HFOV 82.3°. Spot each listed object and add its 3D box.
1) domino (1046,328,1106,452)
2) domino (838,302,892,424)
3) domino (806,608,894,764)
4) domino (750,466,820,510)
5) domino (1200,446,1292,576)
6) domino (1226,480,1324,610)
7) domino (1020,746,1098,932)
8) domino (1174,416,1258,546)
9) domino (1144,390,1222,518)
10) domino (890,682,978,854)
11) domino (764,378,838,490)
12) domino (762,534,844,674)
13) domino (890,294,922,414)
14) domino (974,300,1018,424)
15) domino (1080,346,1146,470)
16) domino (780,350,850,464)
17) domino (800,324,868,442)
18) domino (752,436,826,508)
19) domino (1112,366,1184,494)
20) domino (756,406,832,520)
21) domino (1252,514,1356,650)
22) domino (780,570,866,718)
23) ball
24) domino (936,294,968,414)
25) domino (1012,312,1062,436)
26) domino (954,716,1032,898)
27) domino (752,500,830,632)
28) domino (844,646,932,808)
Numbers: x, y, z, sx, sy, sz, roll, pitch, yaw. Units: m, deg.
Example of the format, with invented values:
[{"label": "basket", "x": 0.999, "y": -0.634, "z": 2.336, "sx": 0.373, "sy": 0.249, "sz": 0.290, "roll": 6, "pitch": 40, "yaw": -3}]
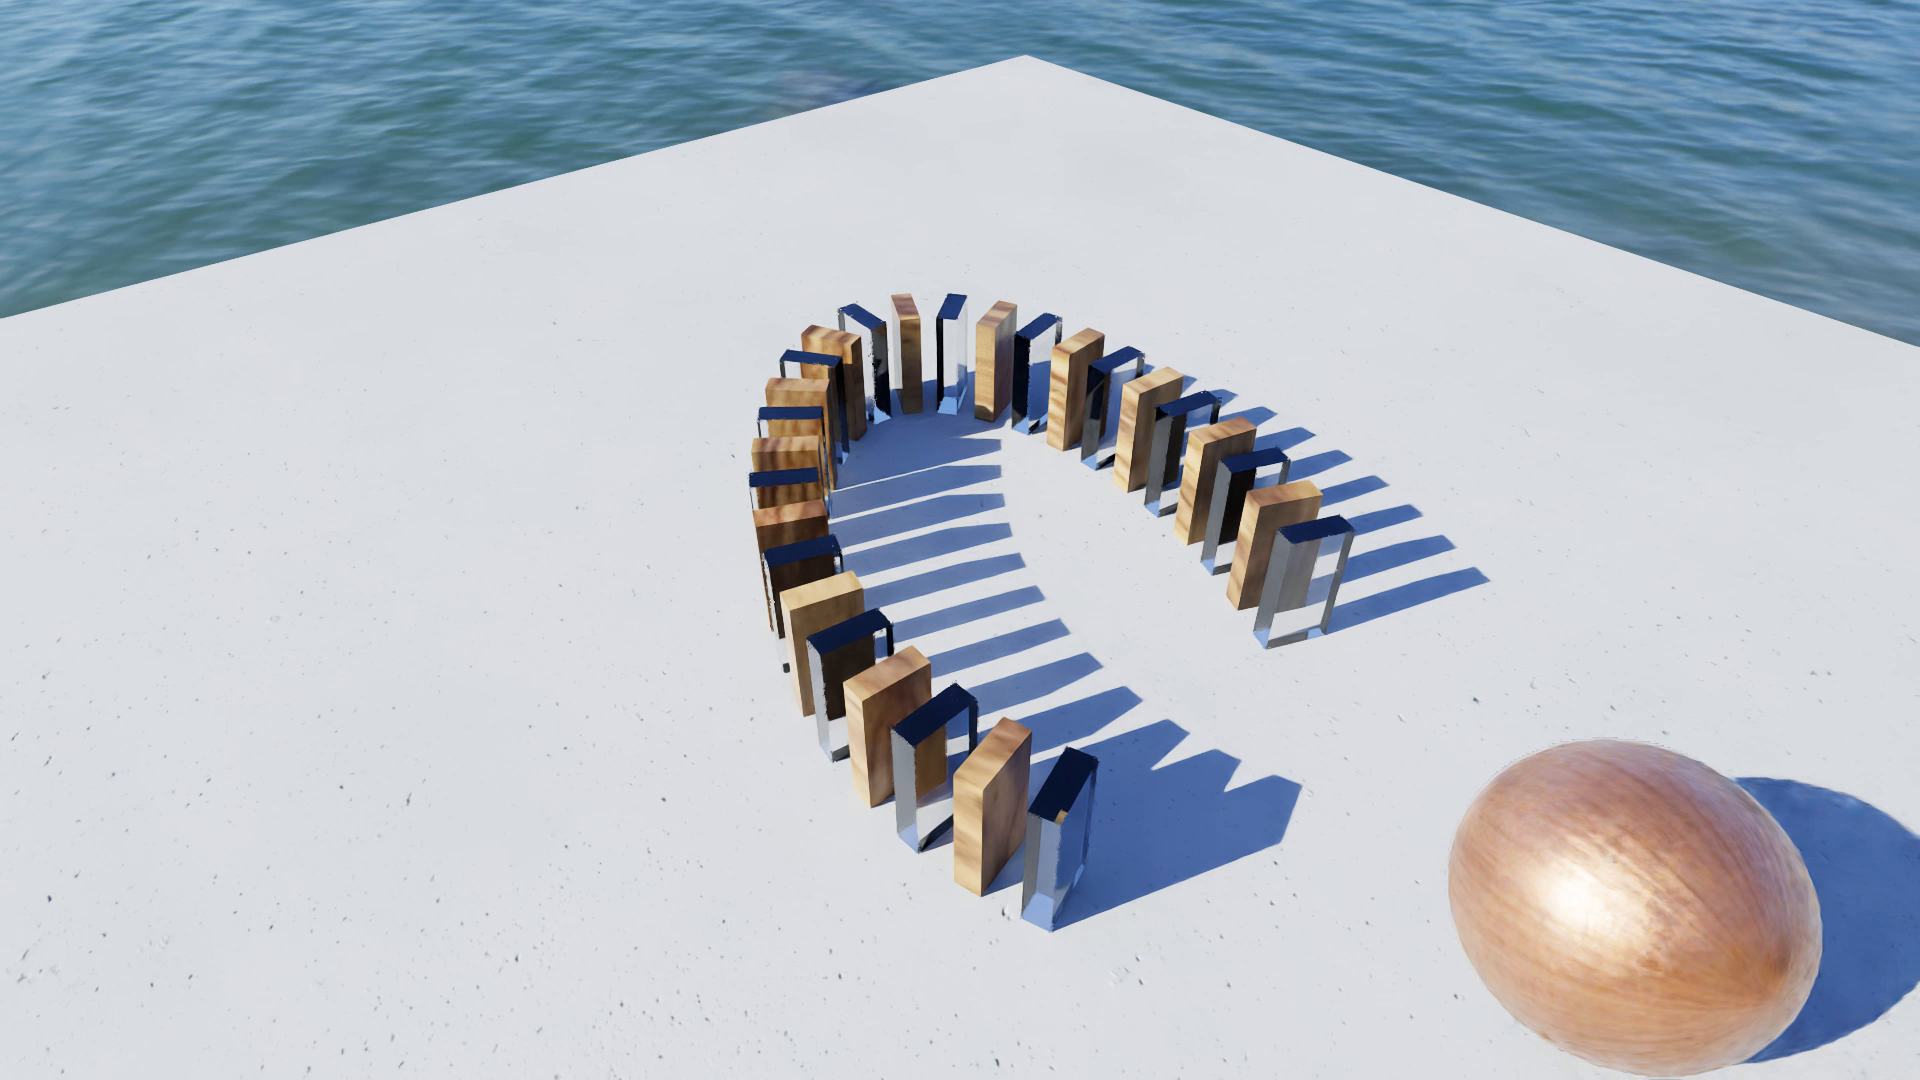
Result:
[{"label": "domino", "x": 0.052, "y": -0.067, "z": 0.494, "sx": 0.009, "sy": 0.050, "sz": 0.025, "roll": 31, "pitch": 48, "yaw": 32}, {"label": "domino", "x": -0.044, "y": -0.082, "z": 0.511, "sx": 0.009, "sy": 0.050, "sz": 0.025, "roll": -27, "pitch": 47, "yaw": -29}, {"label": "domino", "x": -0.034, "y": 0.047, "z": 0.354, "sx": 0.025, "sy": 0.050, "sz": 0.009, "roll": -22, "pitch": 44, "yaw": -25}, {"label": "domino", "x": -0.064, "y": -0.003, "z": 0.416, "sx": 0.025, "sy": 0.050, "sz": 0.010, "roll": -5, "pitch": 40, "yaw": -7}, {"label": "domino", "x": 0.110, "y": -0.010, "z": 0.424, "sx": 0.025, "sy": 0.050, "sz": 0.010, "roll": -12, "pitch": 41, "yaw": -15}, {"label": "domino", "x": 0.116, "y": 0.003, "z": 0.408, "sx": 0.025, "sy": 0.050, "sz": 0.010, "roll": -11, "pitch": 40, "yaw": -13}, {"label": "domino", "x": 0.028, "y": 0.084, "z": 0.308, "sx": 0.009, "sy": 0.050, "sz": 0.025, "roll": 19, "pitch": 43, "yaw": 22}, {"label": "domino", "x": 0.102, "y": -0.023, "z": 0.440, "sx": 0.025, "sy": 0.050, "sz": 0.009, "roll": -17, "pitch": 42, "yaw": -20}, {"label": "domino", "x": 0.091, "y": -0.035, "z": 0.454, "sx": 0.025, "sy": 0.050, "sz": 0.010, "roll": -20, "pitch": 44, "yaw": -23}, {"label": "domino", "x": -0.007, "y": 0.069, "z": 0.328, "sx": 0.025, "sy": 0.050, "sz": 0.009, "roll": -32, "pitch": 49, "yaw": -33}, {"label": "domino", "x": -0.067, "y": -0.044, "z": 0.466, "sx": 0.025, "sy": 0.050, "sz": 0.009, "roll": 3, "pitch": 39, "yaw": 3}, {"label": "domino", "x": -0.053, "y": 0.023, "z": 0.384, "sx": 0.025, "sy": 0.050, "sz": 0.010, "roll": -13, "pitch": 41, "yaw": -16}, {"label": "domino", "x": -0.025, "y": -0.087, "z": 0.518, "sx": 0.009, "sy": 0.050, "sz": 0.025, "roll": -8, "pitch": 40, "yaw": -9}, {"label": "domino", "x": 0.017, "y": -0.083, "z": 0.513, "sx": 0.009, "sy": 0.050, "sz": 0.025, "roll": 17, "pitch": 42, "yaw": 19}, {"label": "domino", "x": 0.067, "y": -0.057, "z": 0.482, "sx": 0.025, "sy": 0.050, "sz": 0.009, "roll": -29, "pitch": 47, "yaw": -30}, {"label": "domino", "x": -0.063, "y": -0.058, "z": 0.482, "sx": 0.025, "sy": 0.050, "sz": 0.009, "roll": 9, "pitch": 40, "yaw": 11}, {"label": "domino", "x": -0.057, "y": -0.071, "z": 0.498, "sx": 0.025, "sy": 0.050, "sz": 0.010, "roll": 16, "pitch": 42, "yaw": 18}, {"label": "domino", "x": -0.066, "y": -0.017, "z": 0.432, "sx": 0.025, "sy": 0.050, "sz": 0.009, "roll": -2, "pitch": 39, "yaw": -3}, {"label": "domino", "x": 0.080, "y": -0.047, "z": 0.468, "sx": 0.025, "sy": 0.050, "sz": 0.009, "roll": -24, "pitch": 45, "yaw": -26}, {"label": "domino", "x": -0.067, "y": -0.031, "z": 0.449, "sx": 0.025, "sy": 0.050, "sz": 0.010, "roll": -1, "pitch": 39, "yaw": -1}, {"label": "domino", "x": 0.122, "y": 0.016, "z": 0.392, "sx": 0.025, "sy": 0.050, "sz": 0.010, "roll": -12, "pitch": 41, "yaw": -14}, {"label": "domino", "x": -0.044, "y": 0.035, "z": 0.368, "sx": 0.025, "sy": 0.050, "sz": 0.010, "roll": -17, "pitch": 42, "yaw": -20}, {"label": "ball", "x": 0.166, "y": 0.091, "z": 0.277, "sx": 0.080, "sy": 0.080, "sz": 0.080, "roll": 0, "pitch": 39, "yaw": 0}, {"label": "domino", "x": -0.004, "y": -0.087, "z": 0.518, "sx": 0.009, "sy": 0.050, "sz": 0.025, "roll": 8, "pitch": 40, "yaw": 9}, {"label": "domino", "x": 0.035, "y": -0.076, "z": 0.504, "sx": 0.010, "sy": 0.050, "sz": 0.025, "roll": 25, "pitch": 45, "yaw": 27}, {"label": "domino", "x": 0.009, "y": 0.077, "z": 0.317, "sx": 0.009, "sy": 0.050, "sz": 0.025, "roll": 23, "pitch": 45, "yaw": 26}, {"label": "domino", "x": -0.059, "y": 0.010, "z": 0.399, "sx": 0.025, "sy": 0.050, "sz": 0.010, "roll": -10, "pitch": 40, "yaw": -12}, {"label": "domino", "x": -0.021, "y": 0.058, "z": 0.340, "sx": 0.025, "sy": 0.050, "sz": 0.009, "roll": -27, "pitch": 46, "yaw": -29}]
